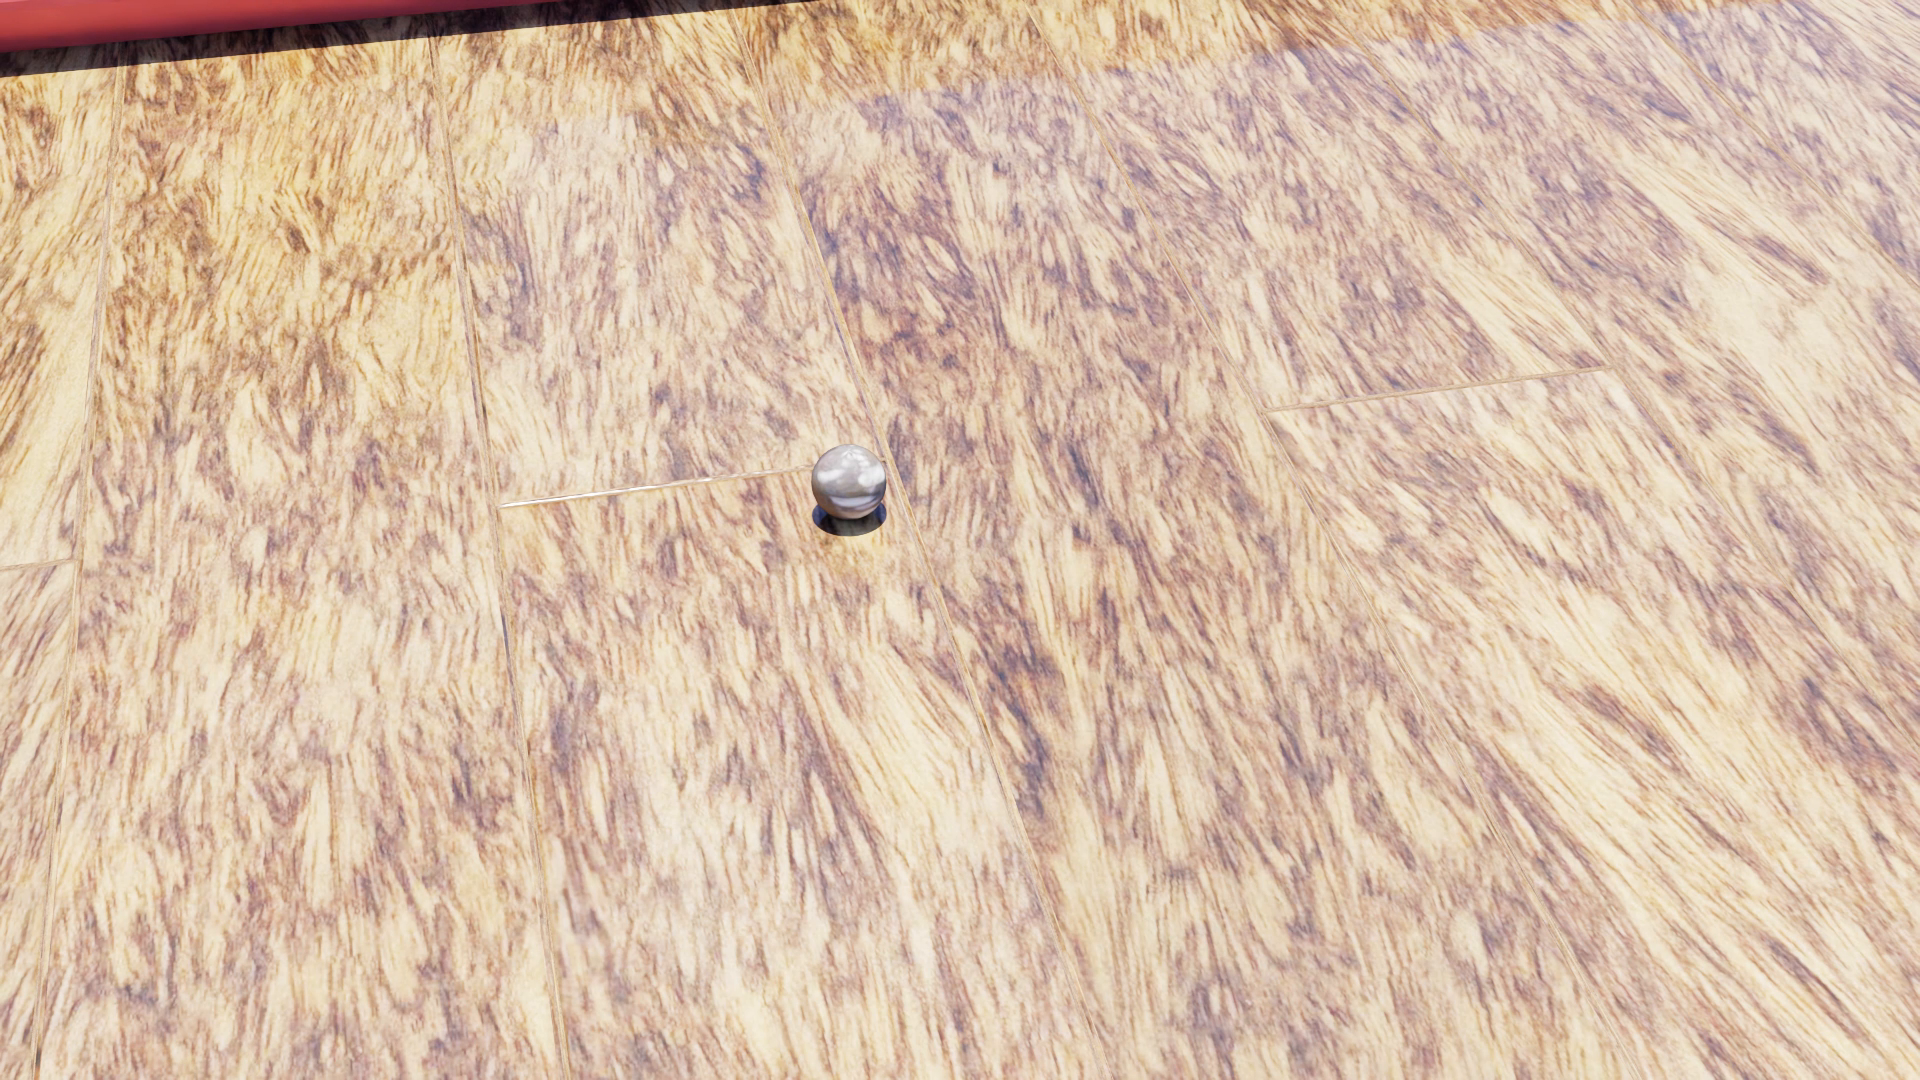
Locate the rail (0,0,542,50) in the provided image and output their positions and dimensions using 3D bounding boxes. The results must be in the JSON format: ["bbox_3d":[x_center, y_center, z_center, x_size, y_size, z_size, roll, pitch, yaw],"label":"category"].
[{"bbox_3d":[0.624,-0.622,2.313,3.309,0.114,0.045,-8,37,-10],"label":"rail"}]

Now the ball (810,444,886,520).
[{"bbox_3d":[-0.068,-0.036,1.580,0.047,0.047,0.047,0,37,0],"label":"ball"}]
